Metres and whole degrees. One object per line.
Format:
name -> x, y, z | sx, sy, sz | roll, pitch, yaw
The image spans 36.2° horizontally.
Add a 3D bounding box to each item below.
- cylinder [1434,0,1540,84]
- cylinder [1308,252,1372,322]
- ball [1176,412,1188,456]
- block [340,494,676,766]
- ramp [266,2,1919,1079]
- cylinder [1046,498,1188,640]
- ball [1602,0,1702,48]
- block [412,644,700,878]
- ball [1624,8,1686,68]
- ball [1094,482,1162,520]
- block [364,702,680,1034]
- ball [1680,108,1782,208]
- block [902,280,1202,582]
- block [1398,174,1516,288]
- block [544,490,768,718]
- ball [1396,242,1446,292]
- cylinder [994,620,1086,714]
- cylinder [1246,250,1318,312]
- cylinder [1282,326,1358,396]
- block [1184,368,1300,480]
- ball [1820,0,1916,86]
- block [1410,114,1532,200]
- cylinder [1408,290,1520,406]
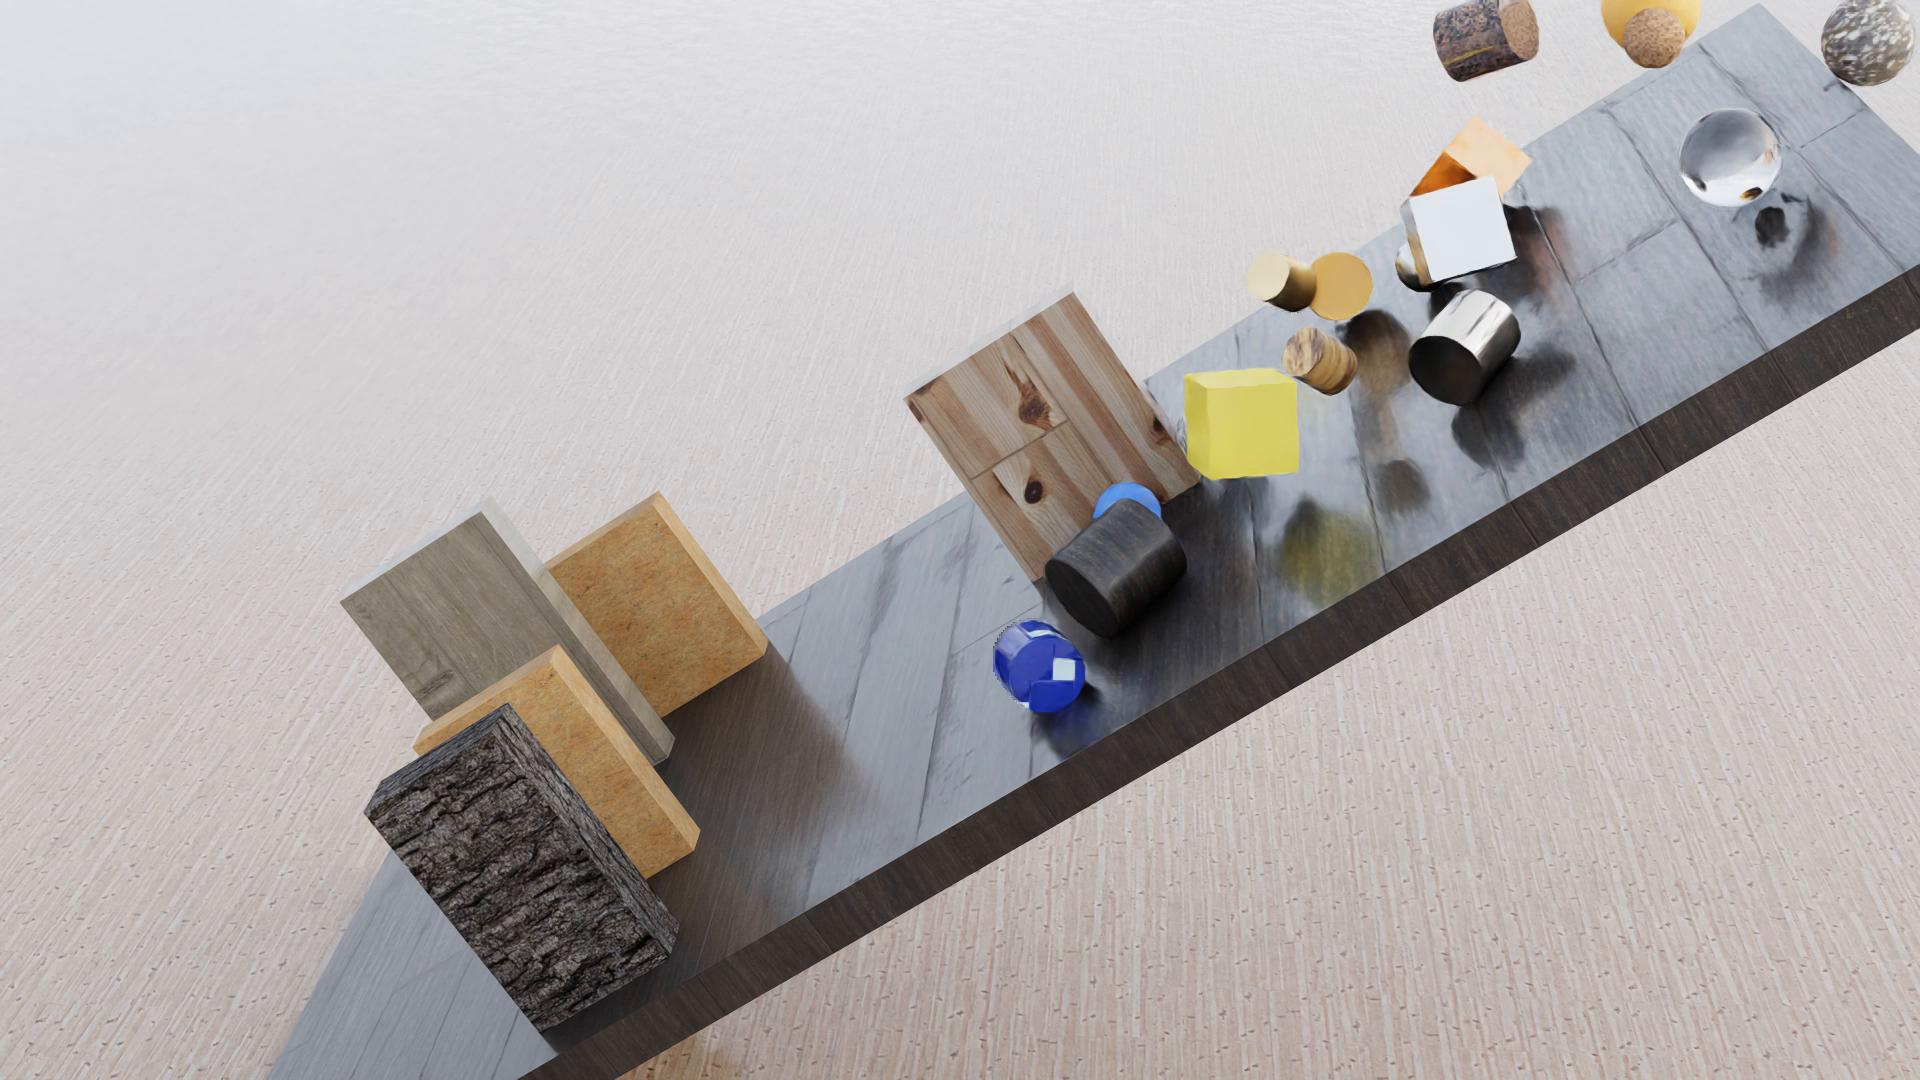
cylinder -> 1.057, -1.015, 5.908 | 0.153, 0.153, 0.153 | -16, 7, 39
cylinder -> 0.831, -0.557, 6.474 | 0.148, 0.148, 0.148 | 2, 3, 6
ball -> 0.516, -0.224, 6.181 | 0.125, 0.125, 0.125 | 0, 21, 0
block -> -1.050, 0.306, 6.854 | 0.414, 0.727, 0.108 | -31, 16, 14
ramp -> 0.138, 0.172, 6.299 | 4.000, 0.100, 2.000 | -31, 16, 14
cylinder -> 0.304, 0.055, 5.727 | 0.196, 0.196, 0.196 | -41, 37, -20
ball -> 1.409, -1.088, 6.000 | 0.199, 0.199, 0.199 | 0, 21, 0
block -> -0.844, 0.523, 6.173 | 0.359, 0.508, 0.097 | -31, 16, 14
ball -> 1.381, -0.998, 5.851 | 0.120, 0.120, 0.120 | 0, 21, 0
ball -> 0.346, -0.050, 6.064 | 0.140, 0.140, 0.140 | 0, 21, 0
block -> -0.846, 0.640, 5.709 | 0.314, 0.568, 0.142 | -31, 16, 14
ball -> 1.470, -0.730, 5.613 | 0.190, 0.190, 0.190 | 0, 21, 0
block -> 0.197, -0.228, 6.241 | 0.430, 0.493, 0.095 | -31, 16, 14
block -> 0.988, -0.612, 5.849 | 0.171, 0.171, 0.171 | -16, 0, 2
block -> -0.747, 0.170, 7.125 | 0.360, 0.461, 0.098 | -31, 16, 14
ball -> 1.001, -0.595, 6.338 | 0.124, 0.124, 0.124 | 0, 21, 0
cylinder -> 0.151, 0.240, 5.587 | 0.146, 0.146, 0.146 | -4, 11, -10
cylinder -> 0.698, -0.561, 6.374 | 0.110, 0.110, 0.110 | 20, 3, 43
cylinder -> 0.714, -0.355, 5.840 | 0.106, 0.106, 0.106 | 25, 2, -39
block -> 0.553, -0.230, 5.780 | 0.179, 0.179, 0.179 | -5, 13, -9
ball -> 1.845, -1.014, 5.975 | 0.184, 0.184, 0.184 | 0, 21, 0
block -> 1.131, -0.802, 6.512 | 0.162, 0.162, 0.162 | 39, 52, 4
cylinder -> 0.970, -0.370, 5.656 | 0.160, 0.160, 0.160 | 14, 44, 33
